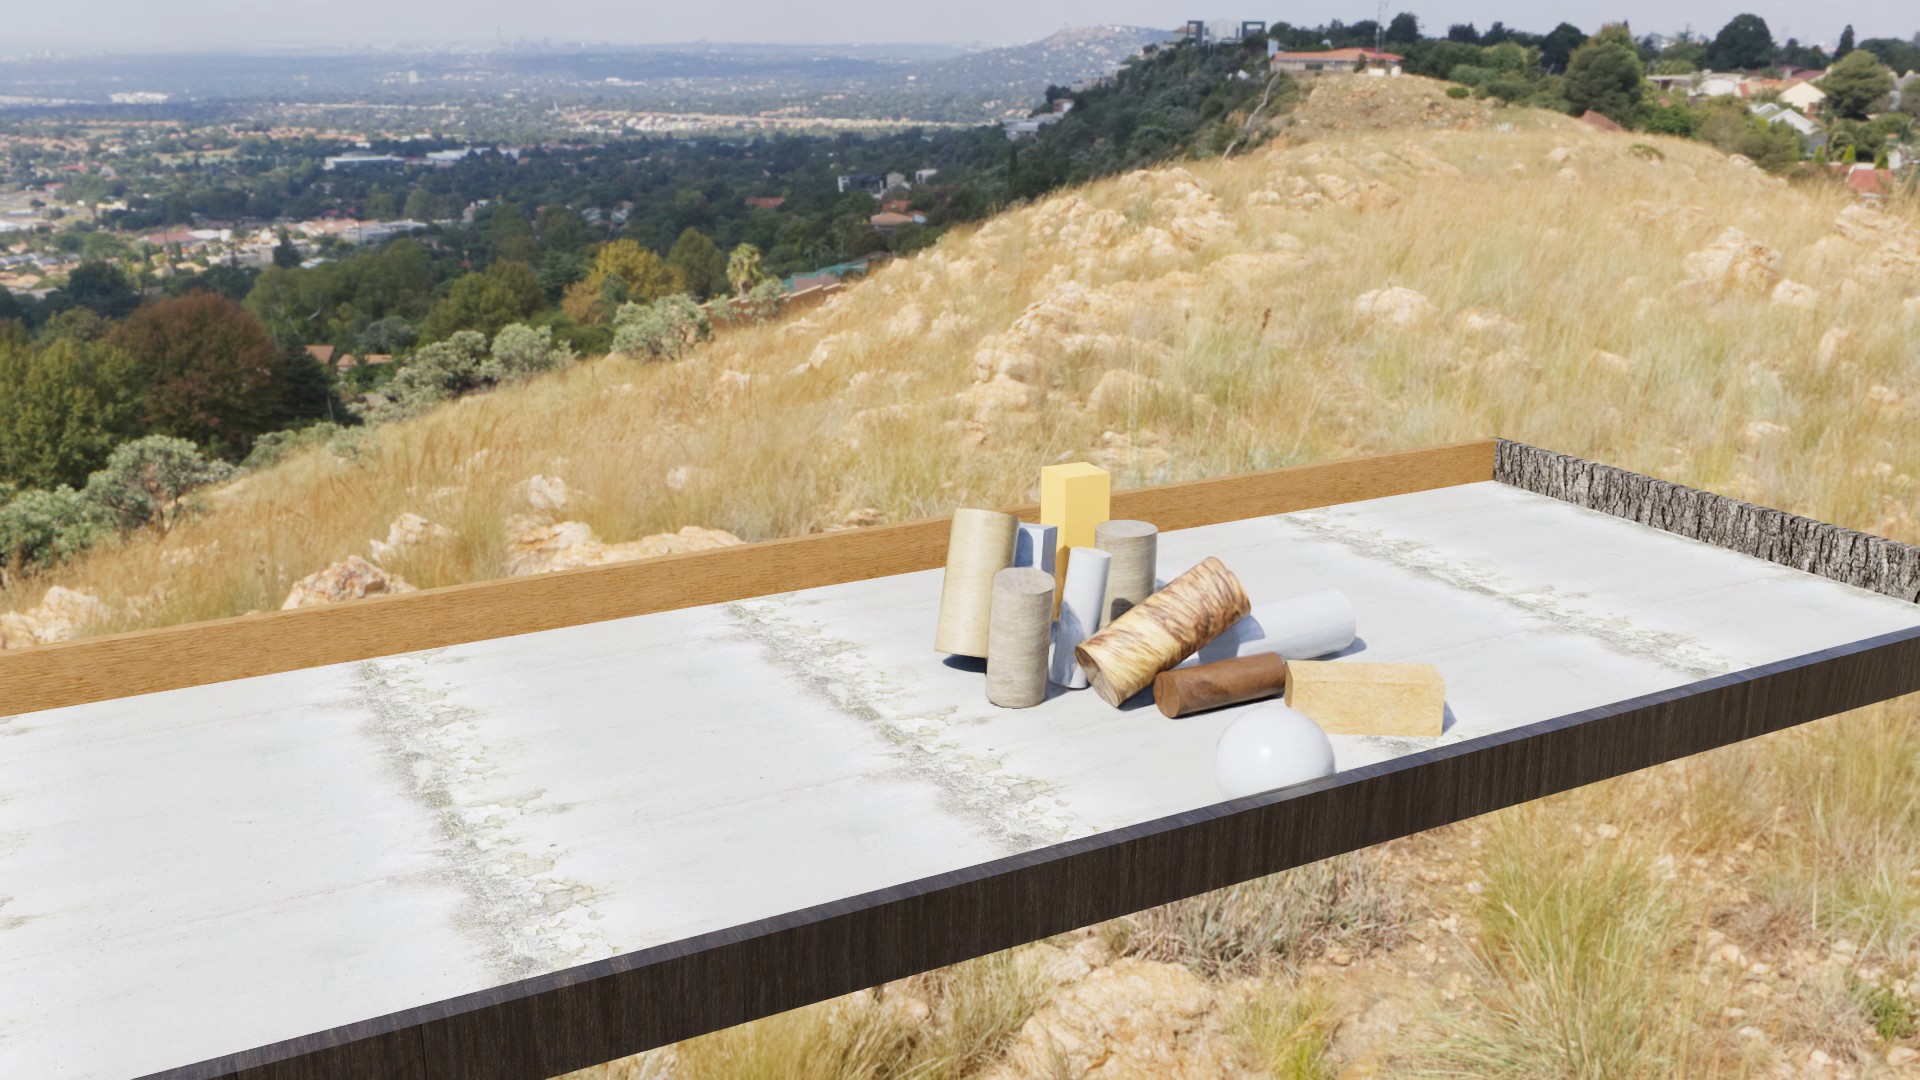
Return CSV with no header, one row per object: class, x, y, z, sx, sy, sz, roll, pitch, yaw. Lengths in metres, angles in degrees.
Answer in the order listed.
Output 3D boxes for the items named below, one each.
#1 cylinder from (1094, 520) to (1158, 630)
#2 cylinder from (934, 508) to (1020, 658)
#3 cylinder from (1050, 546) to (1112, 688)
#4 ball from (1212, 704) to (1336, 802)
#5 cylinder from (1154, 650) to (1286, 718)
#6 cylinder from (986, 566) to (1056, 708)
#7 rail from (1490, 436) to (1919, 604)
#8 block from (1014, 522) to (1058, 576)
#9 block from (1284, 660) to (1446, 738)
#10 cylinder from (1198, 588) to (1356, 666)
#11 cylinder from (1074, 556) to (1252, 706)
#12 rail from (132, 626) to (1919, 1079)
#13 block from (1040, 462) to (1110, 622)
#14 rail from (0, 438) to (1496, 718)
cylinder,0.435,0.124,4.357,0.165,0.324,0.165,0,16,0
cylinder,0.045,0.115,4.241,0.175,0.369,0.175,8,-5,1
cylinder,0.298,0.192,4.088,0.102,0.334,0.102,8,11,-2
ball,0.639,0.459,3.355,0.247,0.247,0.247,0,16,0
cylinder,0.628,0.346,3.981,0.314,0.110,0.110,-8,18,-27
cylinder,0.144,0.235,3.972,0.147,0.309,0.147,3,24,-1
rail,2.466,-0.048,5.253,0.050,0.150,2.100,-9,18,-27
block,0.169,0.114,4.392,0.130,0.306,0.130,6,7,20
block,0.943,0.371,3.862,0.344,0.131,0.131,1,16,4
cylinder,0.814,0.240,4.238,0.401,0.170,0.170,-11,20,-32
cylinder,0.493,0.221,4.005,0.405,0.175,0.175,-33,26,-12
rail,-2.336,1.006,1.665,12.000,0.150,0.050,-9,18,-27
block,0.317,0.009,4.581,0.138,0.419,0.138,-7,18,-24
rail,-3.305,0.497,3.399,12.000,0.150,0.050,-9,18,-27
